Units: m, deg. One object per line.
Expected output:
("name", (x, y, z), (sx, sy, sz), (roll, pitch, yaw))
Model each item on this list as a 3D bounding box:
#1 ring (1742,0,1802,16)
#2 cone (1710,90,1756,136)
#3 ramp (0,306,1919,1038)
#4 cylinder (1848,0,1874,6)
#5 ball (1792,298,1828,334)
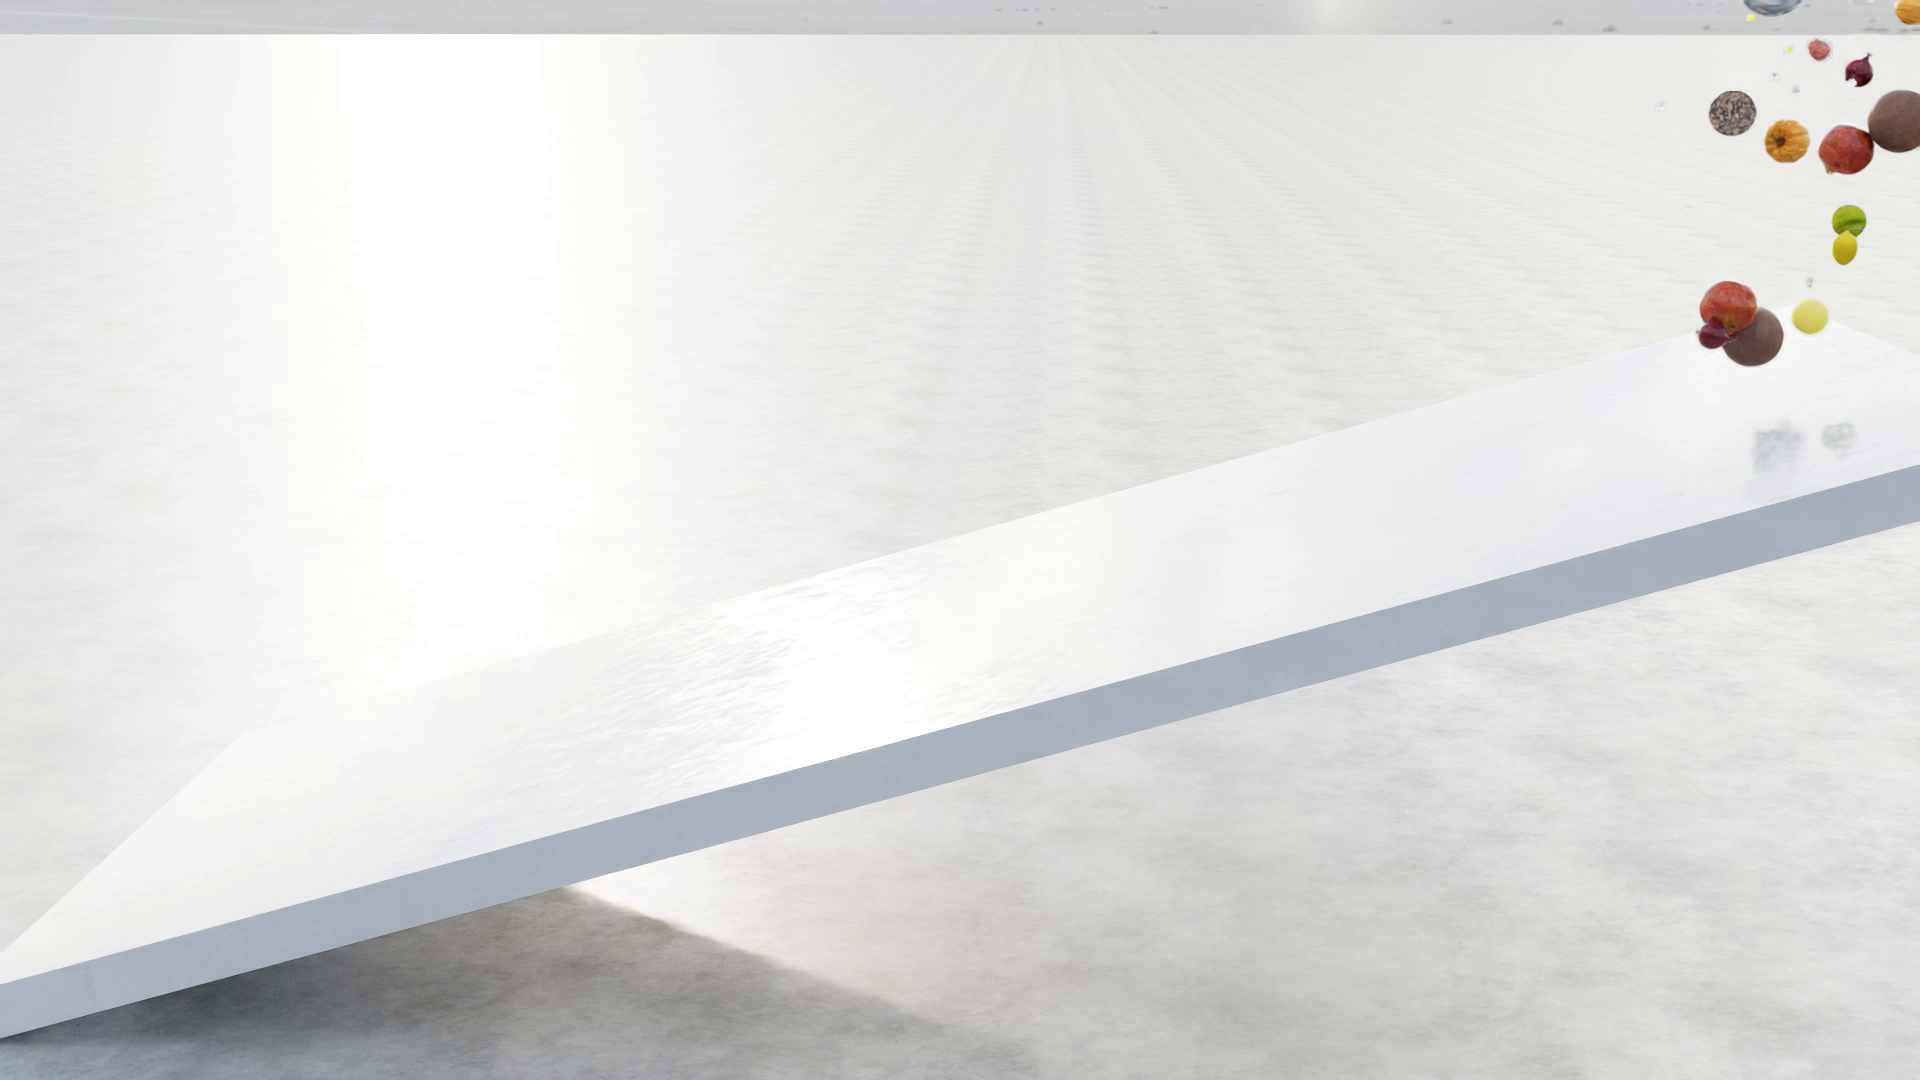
("ring", (1.597, -1.093, 5.781), (0.137, 0.137, 0.046), (3, 38, 16))
("cone", (1.536, -0.841, 5.831), (0.091, 0.091, 0.091), (4, 3, 19))
("ramp", (0.087, 0.188, 6.323), (4.000, 0.100, 2.000), (-15, 10, 5))
("cylinder", (1.853, -1.128, 6.043), (0.059, 0.059, 0.059), (5, 10, 24))
("ball", (1.778, -0.467, 6.150), (0.075, 0.075, 0.075), (0, 10, 0))
